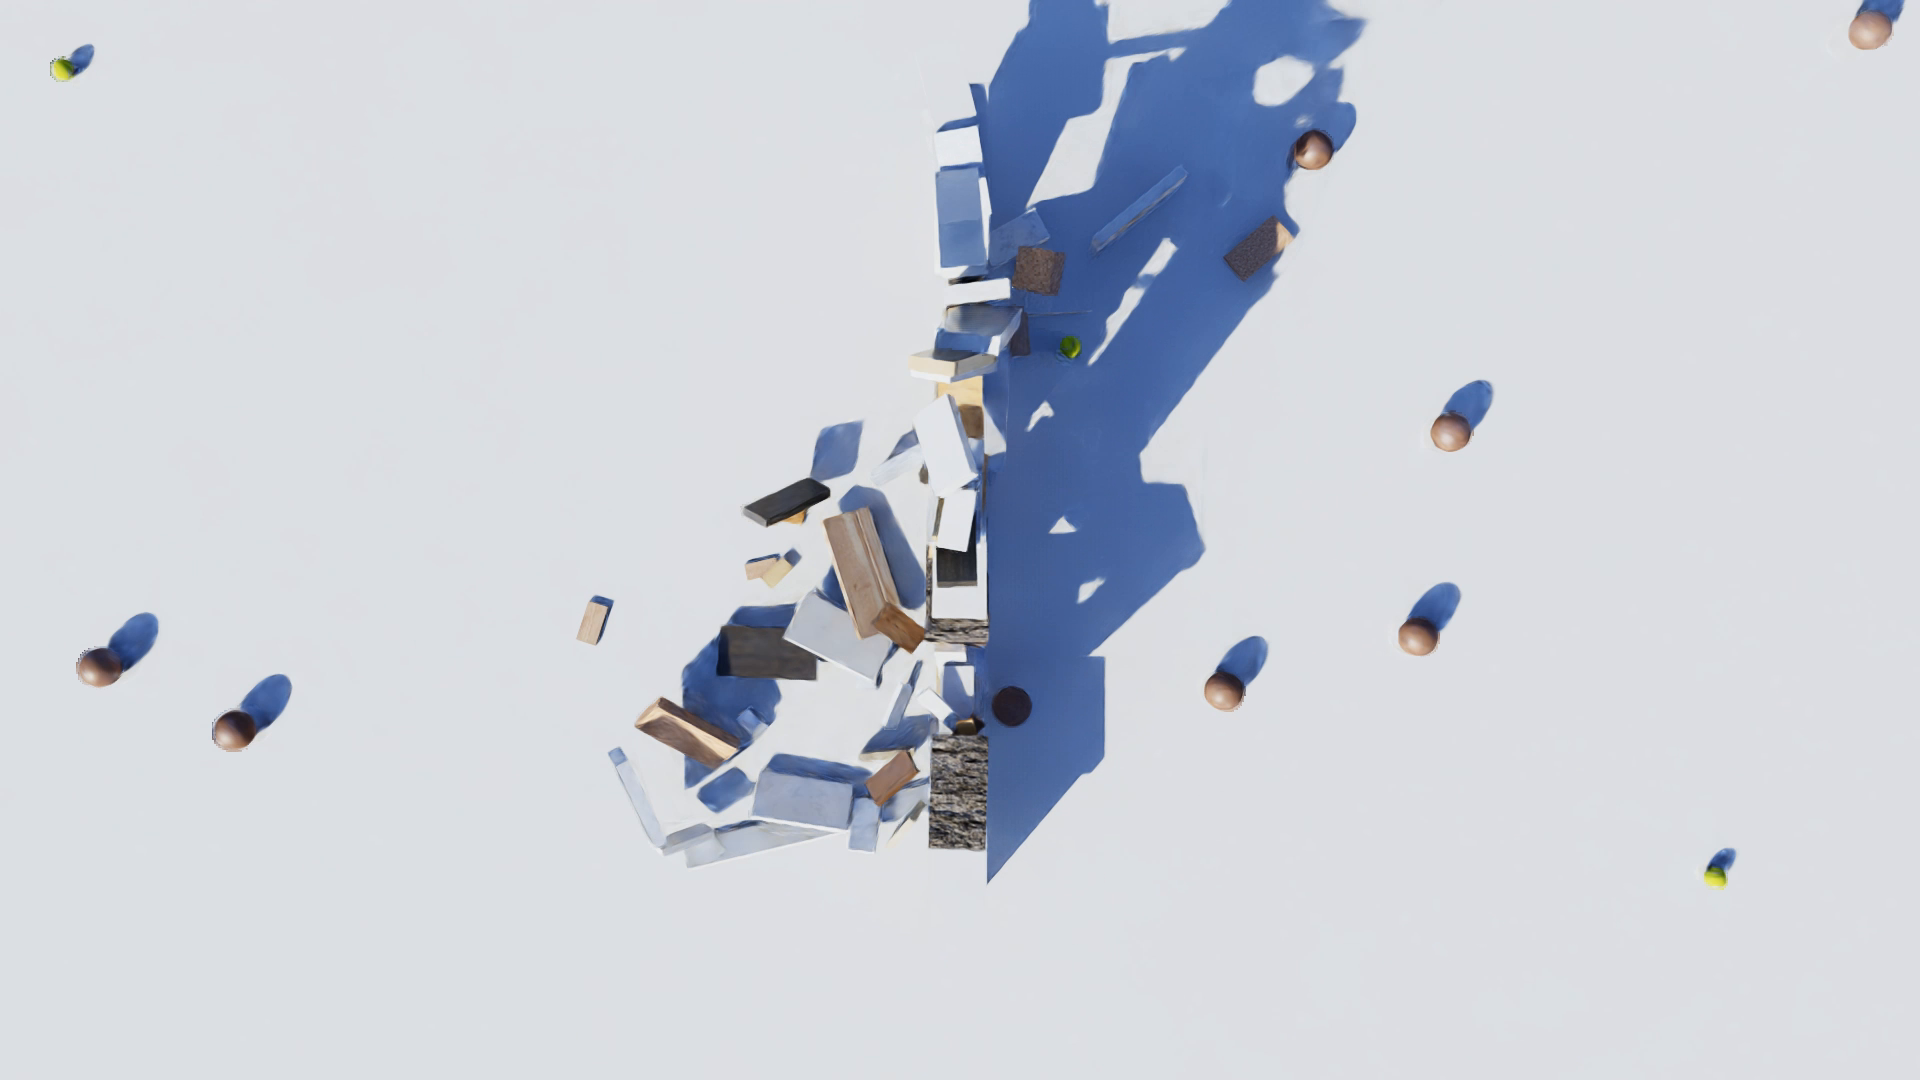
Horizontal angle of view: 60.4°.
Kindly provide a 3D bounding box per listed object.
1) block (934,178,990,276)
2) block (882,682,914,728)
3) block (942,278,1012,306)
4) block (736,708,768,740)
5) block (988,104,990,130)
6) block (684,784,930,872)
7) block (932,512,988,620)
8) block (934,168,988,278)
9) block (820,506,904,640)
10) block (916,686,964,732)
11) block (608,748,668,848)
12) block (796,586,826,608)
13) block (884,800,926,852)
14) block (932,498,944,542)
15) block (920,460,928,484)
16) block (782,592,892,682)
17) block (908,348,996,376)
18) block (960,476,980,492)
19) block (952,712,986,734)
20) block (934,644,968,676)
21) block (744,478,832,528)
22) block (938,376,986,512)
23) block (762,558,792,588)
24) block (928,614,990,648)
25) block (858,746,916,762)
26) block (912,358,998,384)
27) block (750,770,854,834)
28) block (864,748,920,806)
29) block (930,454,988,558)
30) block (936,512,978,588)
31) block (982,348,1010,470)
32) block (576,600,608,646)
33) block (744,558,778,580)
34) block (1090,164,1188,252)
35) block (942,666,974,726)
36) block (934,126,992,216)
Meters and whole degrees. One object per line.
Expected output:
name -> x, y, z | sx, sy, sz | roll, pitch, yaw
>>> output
block -> 0.004, -1.017, 5.356 | 0.175, 0.349, 0.049 | 1, 47, 0
block -> -0.207, 0.549, 5.467 | 0.019, 0.067, 0.152 | 23, 90, 33
block -> 0.053, -0.694, 4.624 | 0.178, 0.484, 0.050 | -6, 98, 3
block -> -0.689, 0.609, 5.459 | 0.101, 0.014, 0.050 | 47, 73, -13
block -> 0.005, -1.253, 5.352 | 0.175, 0.349, 0.049 | 0, 49, 0
block -> -0.481, 0.948, 5.468 | 0.879, 0.026, 0.091 | -14, 63, 0
block -> -0.001, 0.069, 4.556 | 0.148, 0.042, 0.296 | 0, 91, -1
block -> 0.001, -0.952, 4.930 | 0.134, 0.038, 0.491 | -5, 46, 2
block -> -0.319, 0.109, 5.431 | 0.164, 0.047, 0.413 | -17, 84, -19
block -> -0.044, 0.518, 4.930 | 0.050, 0.014, 0.191 | -43, 105, 15
block -> -1.033, 0.825, 5.285 | 0.044, 0.154, 0.309 | -26, 107, -15
block -> -0.492, 0.209, 5.451 | 0.054, 0.015, 0.108 | 49, 56, -12
block -> -0.173, 0.904, 5.219 | 0.025, 0.089, 0.177 | 36, 129, 0
block -> -0.023, -0.068, 4.439 | 0.081, 0.023, 0.161 | 6, 57, 5
block -> -0.025, -0.253, 4.994 | 0.129, 0.258, 0.037 | 9, 54, -15
block -> -0.397, 0.319, 5.420 | 0.329, 0.047, 0.164 | 28, 76, -14
block -> -0.019, -0.485, 4.418 | 0.134, 0.268, 0.038 | 11, 108, 23
block -> 0.007, -0.141, 4.424 | 0.081, 0.161, 0.023 | 10, 114, 1
block -> 0.023, 0.569, 4.933 | 0.050, 0.014, 0.101 | 41, 106, -13
block -> -0.024, 0.368, 4.997 | 0.091, 0.183, 0.026 | -1, 60, 4
block -> -0.560, -0.124, 5.358 | 0.107, 0.295, 0.030 | 27, 127, 31
block -> 0.005, -0.266, 4.637 | 0.124, 0.035, 0.436 | -1, 89, 0
block -> -0.607, 0.110, 5.477 | 0.101, 0.014, 0.050 | -45, 91, -2
block -> -0.006, 0.263, 4.844 | 0.176, 0.416, 0.050 | 5, 80, 0
block -> -0.240, 0.706, 5.454 | 0.182, 0.091, 0.026 | -6, 90, 0
block -> -0.014, -0.471, 4.498 | 0.124, 0.248, 0.035 | 13, 109, 29
block -> -0.520, 0.864, 5.443 | 0.314, 0.044, 0.154 | 9, 65, -1
block -> -0.213, 0.746, 5.183 | 0.177, 0.025, 0.089 | -42, 52, 16
block -> -0.004, -0.096, 4.596 | 0.148, 0.042, 0.296 | 3, 90, 0
block -> -0.010, 0.024, 4.419 | 0.107, 0.030, 0.214 | -1, 61, -1
block -> 0.046, -0.379, 4.796 | 0.178, 0.050, 0.356 | -4, 105, -23
block -> -1.224, 0.277, 5.491 | 0.067, 0.019, 0.134 | 18, 90, 0
block -> -0.660, 0.096, 5.492 | 0.108, 0.015, 0.054 | -13, 90, 0
block -> 0.589, -1.092, 5.432 | 0.365, 0.136, 0.039 | -39, 90, 0
block -> -0.006, 0.470, 4.972 | 0.091, 0.026, 0.183 | 1, 87, 0
block -> 0.009, -1.138, 5.128 | 0.136, 0.039, 0.273 | -10, 104, 2
